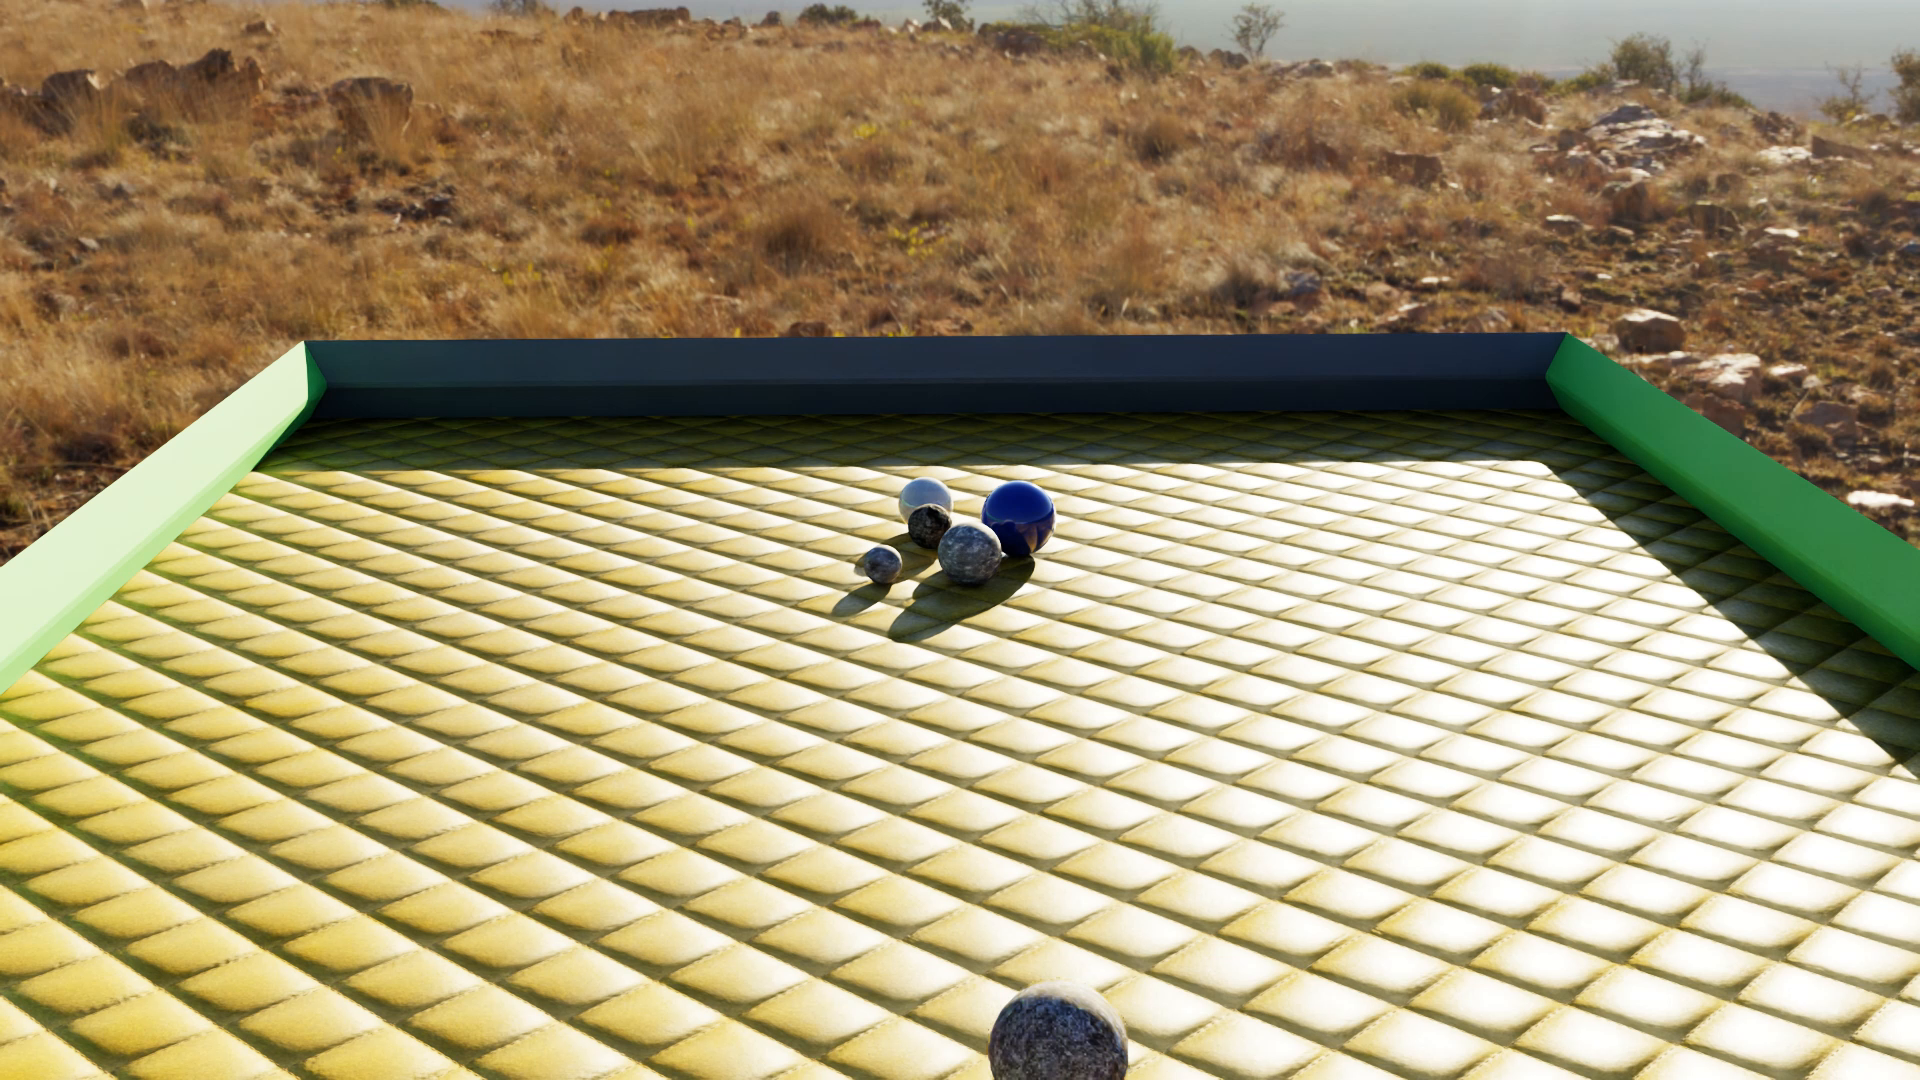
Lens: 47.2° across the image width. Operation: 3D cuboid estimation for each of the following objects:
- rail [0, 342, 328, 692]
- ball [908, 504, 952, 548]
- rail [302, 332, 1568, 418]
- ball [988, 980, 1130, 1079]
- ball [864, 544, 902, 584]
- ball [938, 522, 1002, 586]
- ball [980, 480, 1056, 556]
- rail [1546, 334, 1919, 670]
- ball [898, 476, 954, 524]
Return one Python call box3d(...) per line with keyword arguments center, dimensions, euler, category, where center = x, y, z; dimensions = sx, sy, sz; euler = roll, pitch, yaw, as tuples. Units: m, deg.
box3d(center=(-0.968, 0.220, 1.871), dimensions=(0.045, 0.125, 3.466), euler=(-1, 16, -2), category="rail")
box3d(center=(-0.038, -0.018, 2.824), dimensions=(0.058, 0.058, 0.058), euler=(0, 16, 0), category="ball")
box3d(center=(-0.030, -0.262, 3.547), dimensions=(2.046, 0.125, 0.045), euler=(-1, 16, -2), category="rail")
box3d(center=(0.067, 0.347, 1.490), dimensions=(0.095, 0.095, 0.095), euler=(0, 16, 0), category="ball")
box3d(center=(-0.094, 0.030, 2.679), dimensions=(0.047, 0.047, 0.047), euler=(0, 16, 0), category="ball")
box3d(center=(0.012, 0.016, 2.669), dimensions=(0.078, 0.078, 0.078), euler=(0, 16, 0), category="ball")
box3d(center=(0.074, -0.028, 2.789), dimensions=(0.097, 0.097, 0.097), euler=(0, 16, 0), category="ball")
box3d(center=(1.029, 0.201, 1.939), dimensions=(0.045, 0.125, 3.466), euler=(-1, 16, -2), category="rail")
box3d(center=(-0.045, -0.047, 2.899), dimensions=(0.073, 0.073, 0.073), euler=(0, 16, 0), category="ball")
